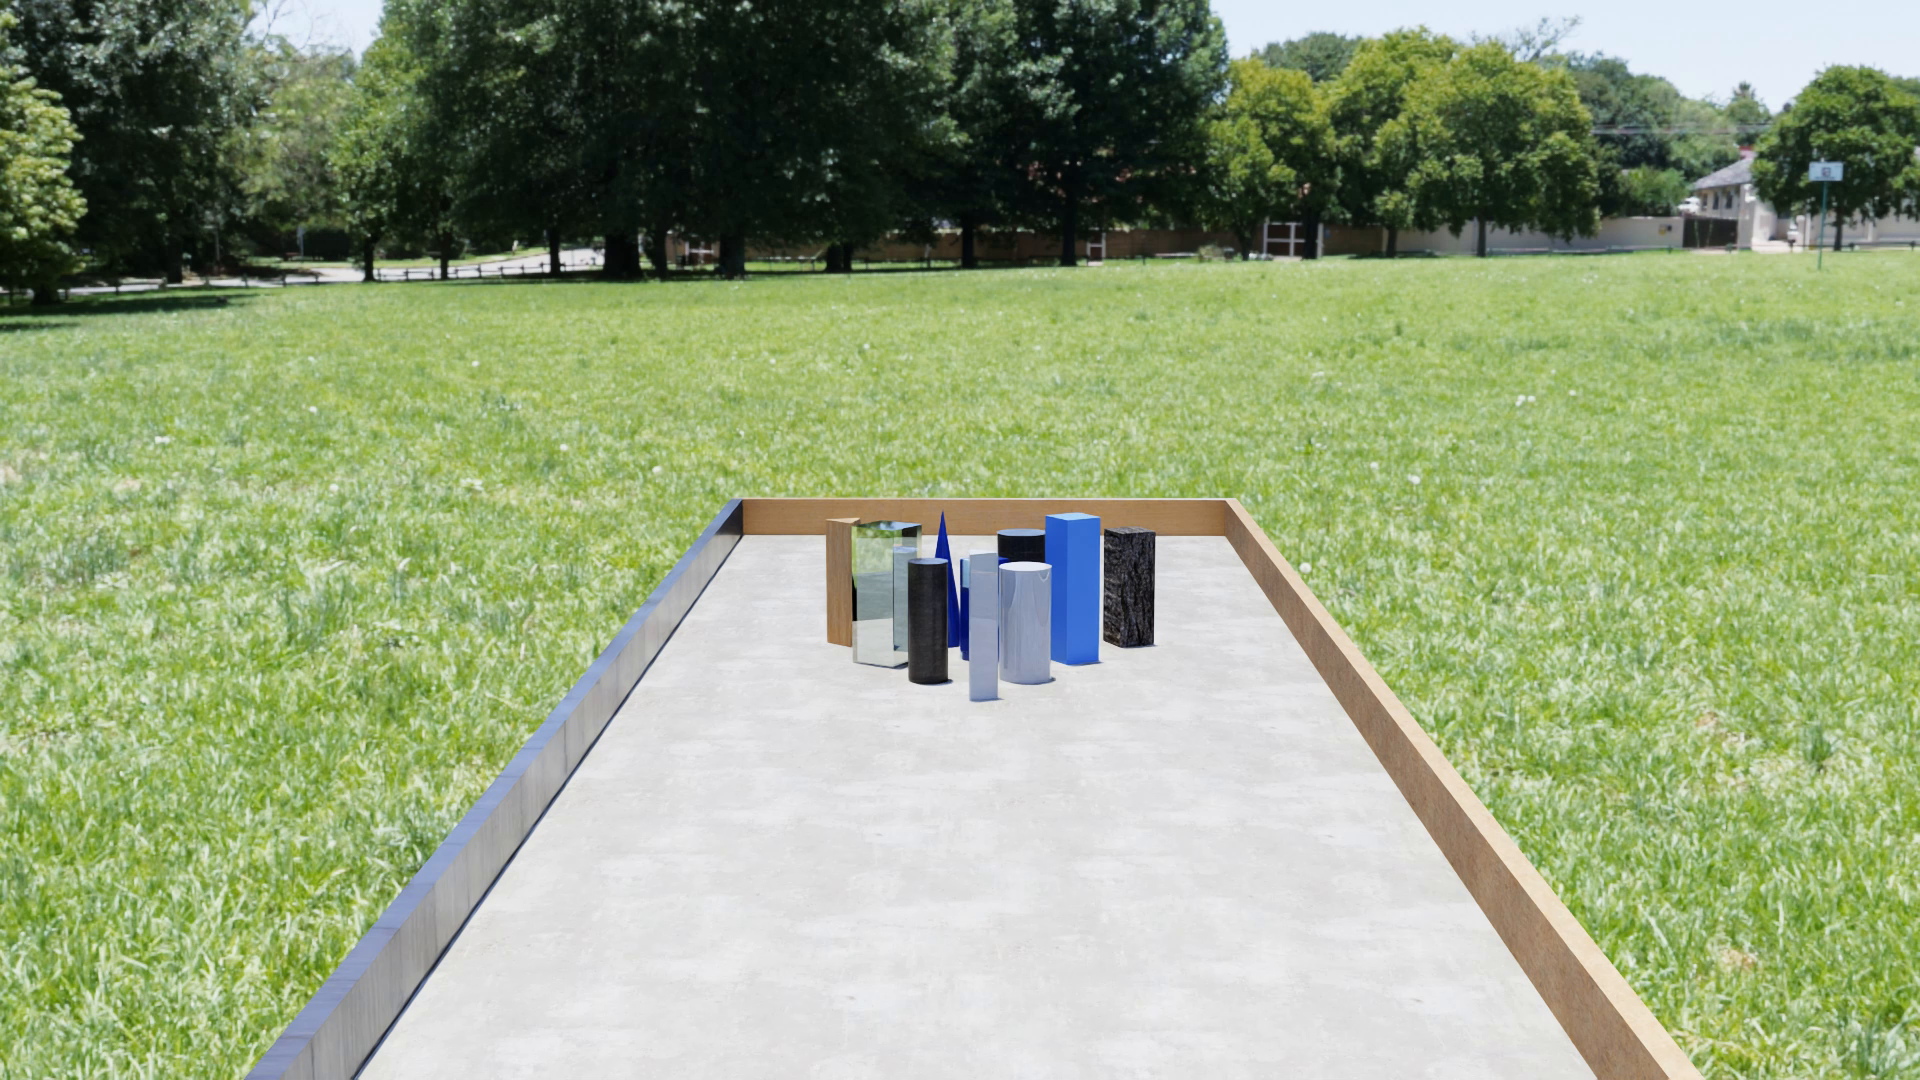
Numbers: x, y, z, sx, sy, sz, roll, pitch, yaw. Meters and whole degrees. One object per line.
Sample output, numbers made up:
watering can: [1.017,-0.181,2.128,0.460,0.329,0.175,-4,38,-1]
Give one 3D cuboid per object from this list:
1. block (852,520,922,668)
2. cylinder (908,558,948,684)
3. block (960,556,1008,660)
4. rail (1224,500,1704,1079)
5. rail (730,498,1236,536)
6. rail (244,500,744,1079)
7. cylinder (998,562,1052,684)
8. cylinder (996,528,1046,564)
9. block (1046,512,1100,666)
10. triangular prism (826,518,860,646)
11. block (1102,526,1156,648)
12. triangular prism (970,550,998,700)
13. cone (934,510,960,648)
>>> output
block: [-0.220,0.162,6.656,0.151,0.417,0.151,6,11,33]
cylinder: [-0.093,0.235,6.401,0.117,0.353,0.117,0,9,0]
block: [0.074,0.210,6.693,0.105,0.311,0.105,8,12,41]
rail: [1.046,0.843,3.208,0.050,0.150,12.000,0,9,1]
rail: [0.099,-0.098,9.147,2.100,0.150,0.050,0,9,1]
rail: [-1.004,0.839,3.234,0.050,0.150,12.000,0,9,1]
cylinder: [0.190,0.241,6.430,0.153,0.332,0.153,0,9,0]
cylinder: [0.195,0.150,6.932,0.159,0.353,0.159,0,9,0]
block: [0.341,0.146,6.676,0.120,0.441,0.120,-6,11,-31]
triangular prism: [-0.348,0.130,6.935,0.111,0.393,0.096,8,12,43]
block: [0.533,0.147,6.932,0.120,0.361,0.120,-4,10,-23]
triangular prism: [0.049,0.237,6.188,0.091,0.416,0.079,-5,10,-27]
cone: [-0.054,0.114,6.910,0.144,0.431,0.144,0,9,0]
